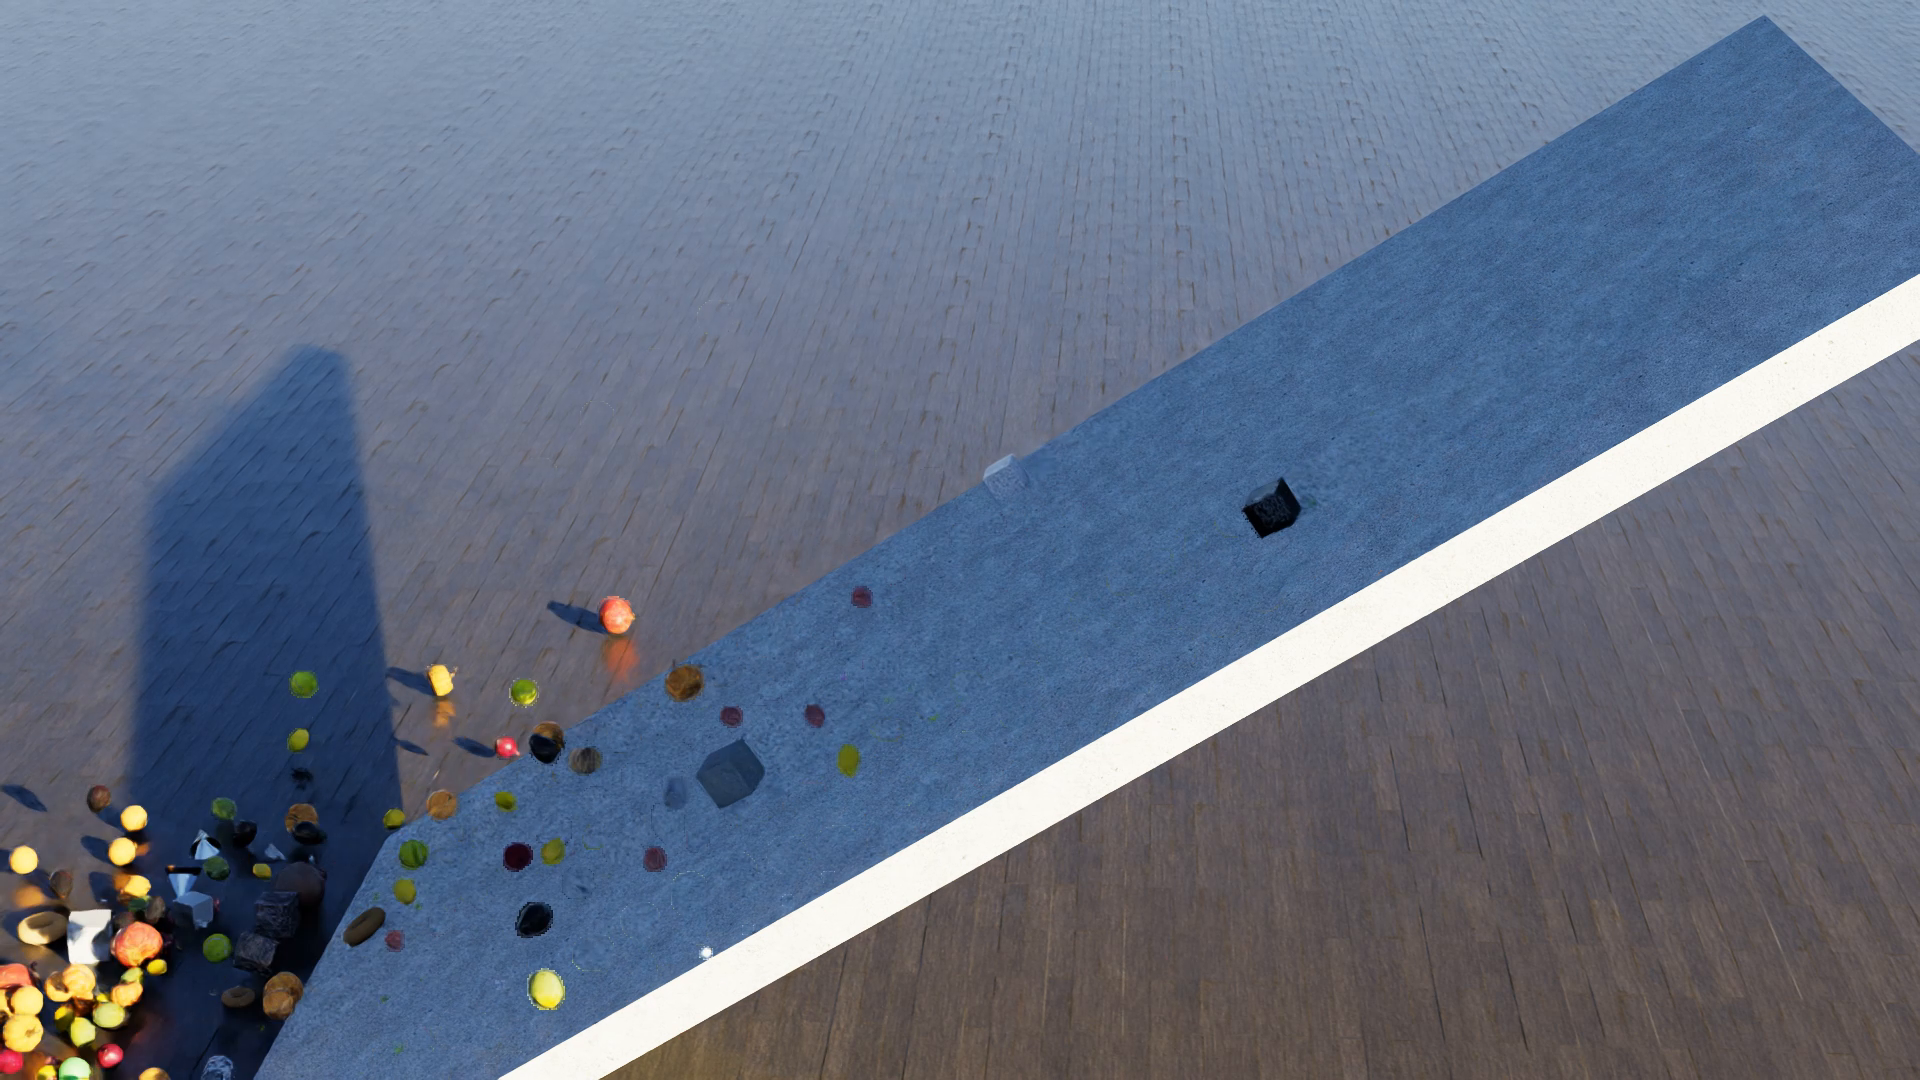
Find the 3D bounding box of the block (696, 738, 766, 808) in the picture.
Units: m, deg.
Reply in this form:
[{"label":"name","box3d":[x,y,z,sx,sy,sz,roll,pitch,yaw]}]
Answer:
[{"label":"block","box3d":[-0.486,0.496,6.243,0.091,0.091,0.091,-27,17,26]}]

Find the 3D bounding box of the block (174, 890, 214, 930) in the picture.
[{"label":"block","box3d":[-1.932,0.933,7.414,0.066,0.066,0.066,12,24,30]}]

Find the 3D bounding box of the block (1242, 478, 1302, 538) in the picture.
[{"label":"block","box3d":[0.604,-0.062,5.694,0.073,0.073,0.073,-26,17,30]}]

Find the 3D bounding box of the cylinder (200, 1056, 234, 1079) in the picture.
[{"label":"cylinder","box3d":[-1.680,1.210,6.651,0.062,0.062,0.062,0,26,1]}]

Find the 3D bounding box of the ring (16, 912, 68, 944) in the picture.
[{"label":"ring","box3d":[-2.293,0.970,7.351,0.125,0.042,0.125,-1,20,0]}]

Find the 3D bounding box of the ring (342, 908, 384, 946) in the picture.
[{"label":"ring","box3d":[-1.420,0.922,7.005,0.117,0.039,0.117,-36,15,11]}]

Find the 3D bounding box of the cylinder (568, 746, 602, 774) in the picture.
[{"label":"cylinder","box3d":[-0.903,0.529,7.076,0.063,0.063,0.063,-12,3,-29]}]

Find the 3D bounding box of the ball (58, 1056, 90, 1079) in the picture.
[{"label":"ball","box3d":[-2.008,1.207,6.666,0.070,0.070,0.070,0,20,0]}]

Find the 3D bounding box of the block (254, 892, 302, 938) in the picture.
[{"label":"block","box3d":[-1.702,0.934,7.337,0.088,0.088,0.088,0,17,3]}]

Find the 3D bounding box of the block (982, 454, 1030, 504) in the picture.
[{"label":"block","box3d":[0.110,-0.146,6.993,0.076,0.076,0.076,-29,16,18]}]

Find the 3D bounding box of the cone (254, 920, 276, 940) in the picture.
[{"label":"cone","box3d":[-1.708,0.965,7.199,0.083,0.083,0.083,-1,18,0]}]

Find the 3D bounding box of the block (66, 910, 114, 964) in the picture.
[{"label":"block","box3d":[-2.144,0.978,7.252,0.095,0.095,0.095,-3,20,-9]}]

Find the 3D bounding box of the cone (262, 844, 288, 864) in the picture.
[{"label":"cone","box3d":[-1.779,0.827,7.670,0.057,0.057,0.057,19,23,4]}]

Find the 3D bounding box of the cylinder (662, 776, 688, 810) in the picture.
[{"label":"cylinder","box3d":[-0.621,0.552,6.410,0.051,0.051,0.051,-5,46,-12]}]

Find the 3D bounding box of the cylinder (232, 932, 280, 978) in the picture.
[{"label":"cylinder","box3d":[-1.703,1.003,7.120,0.090,0.090,0.090,16,20,-2]}]

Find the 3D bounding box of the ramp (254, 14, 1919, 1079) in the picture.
[{"label":"ramp","box3d":[0.140,0.170,6.295,4.000,0.100,2.000,-31,15,14]}]

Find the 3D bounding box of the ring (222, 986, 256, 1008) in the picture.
[{"label":"ring","box3d":[-1.726,1.094,7.036,0.080,0.027,0.080,1,20,0]}]

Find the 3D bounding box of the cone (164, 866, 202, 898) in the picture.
[{"label":"cone","box3d":[-1.988,0.886,7.519,0.096,0.096,0.096,2,-10,0]}]
